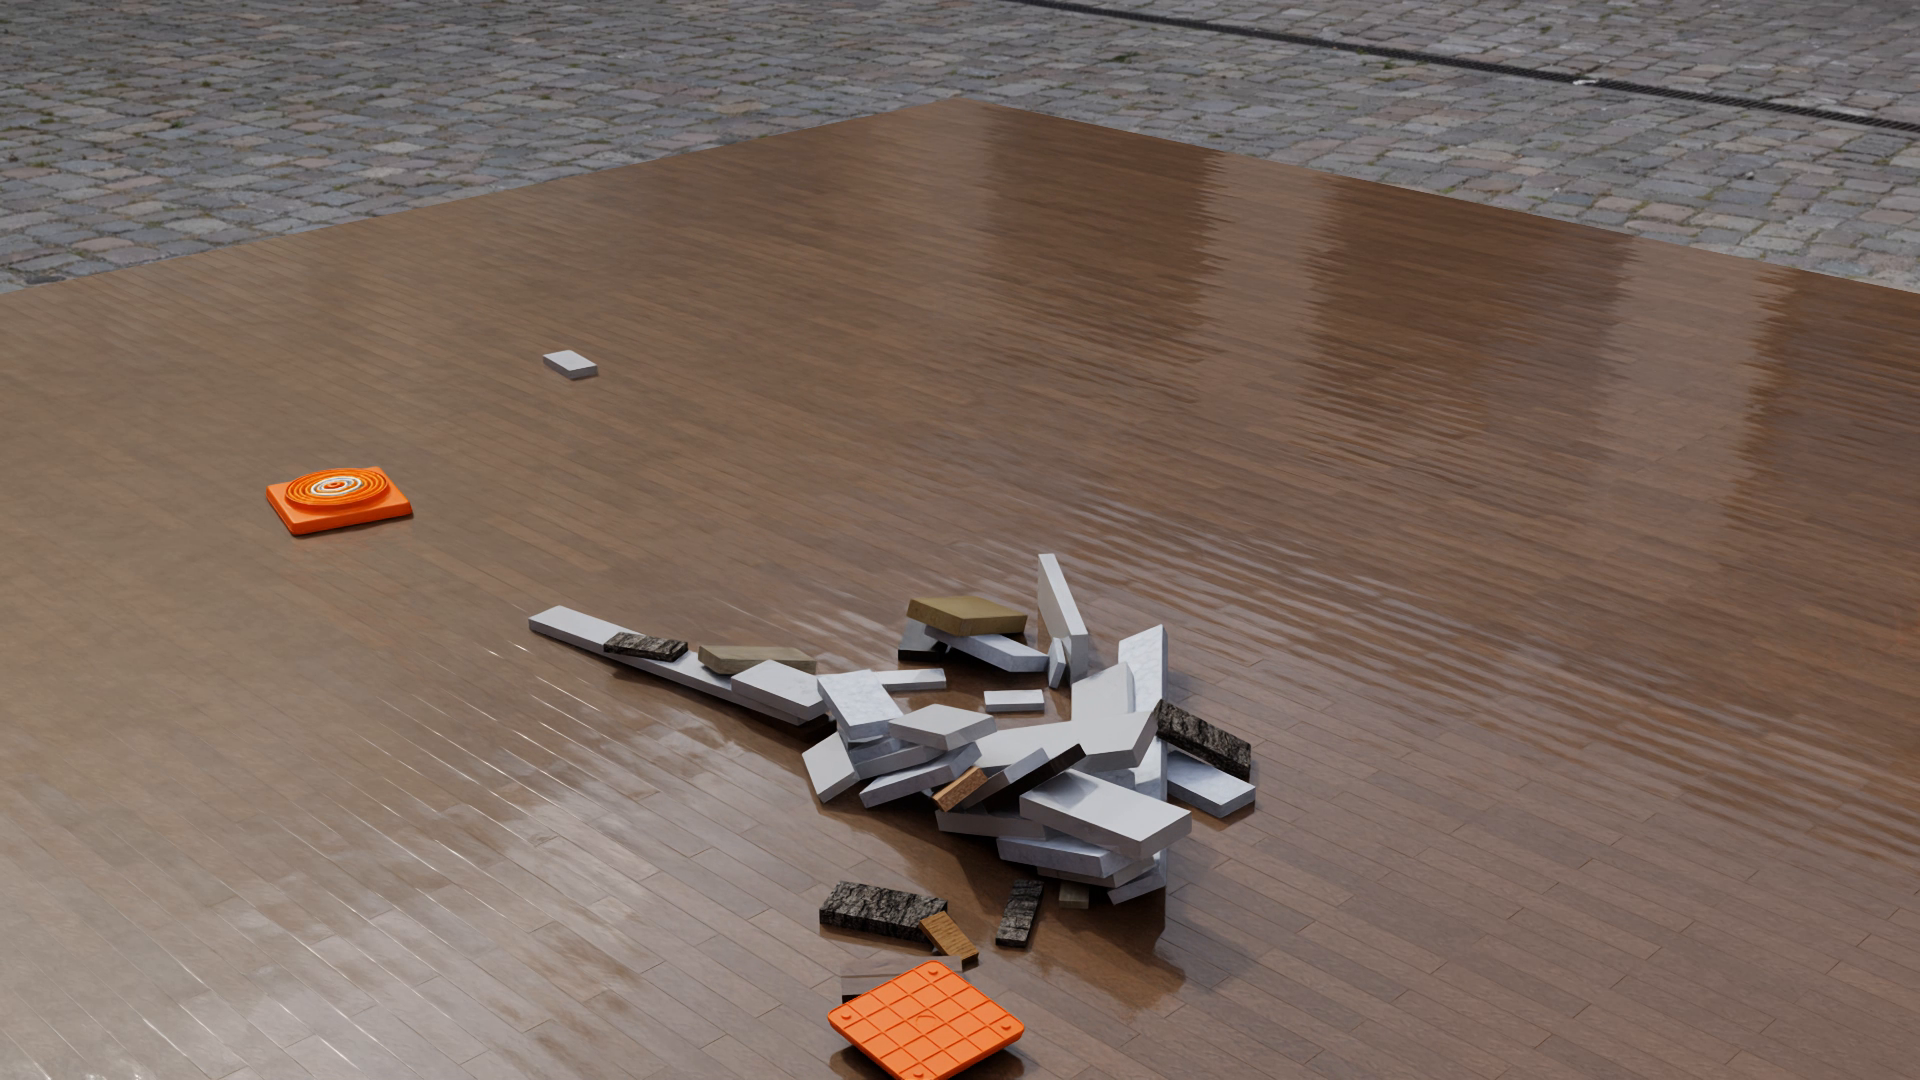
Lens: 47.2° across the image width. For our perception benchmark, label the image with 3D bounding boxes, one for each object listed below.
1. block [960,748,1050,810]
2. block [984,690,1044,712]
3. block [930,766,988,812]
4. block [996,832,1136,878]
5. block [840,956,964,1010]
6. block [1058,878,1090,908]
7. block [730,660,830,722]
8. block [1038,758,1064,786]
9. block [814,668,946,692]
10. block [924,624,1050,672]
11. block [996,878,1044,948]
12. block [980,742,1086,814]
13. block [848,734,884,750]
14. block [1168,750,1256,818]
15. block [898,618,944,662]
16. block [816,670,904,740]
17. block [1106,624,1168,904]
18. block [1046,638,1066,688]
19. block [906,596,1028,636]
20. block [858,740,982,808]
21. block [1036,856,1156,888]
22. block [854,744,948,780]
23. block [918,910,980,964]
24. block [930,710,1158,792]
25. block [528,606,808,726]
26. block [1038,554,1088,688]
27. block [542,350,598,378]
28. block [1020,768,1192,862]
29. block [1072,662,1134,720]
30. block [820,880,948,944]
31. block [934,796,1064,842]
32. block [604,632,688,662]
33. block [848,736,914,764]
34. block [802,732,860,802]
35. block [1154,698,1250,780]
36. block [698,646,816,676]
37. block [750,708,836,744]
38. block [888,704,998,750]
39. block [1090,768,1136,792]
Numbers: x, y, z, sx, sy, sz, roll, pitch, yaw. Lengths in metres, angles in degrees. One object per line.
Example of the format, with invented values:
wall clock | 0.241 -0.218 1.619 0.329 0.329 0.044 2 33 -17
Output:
block | 0.084 0.466 4.290 0.103 0.029 0.206 -27 -6 -32
block | 0.120 0.358 4.894 0.130 0.018 0.065 -1 23 -3
block | -0.002 0.487 4.308 0.103 0.029 0.206 -37 -1 -6
block | 0.223 0.580 4.197 0.149 0.042 0.298 -21 13 -37
block | -0.102 0.781 3.882 0.214 0.030 0.107 -2 23 -4
block | 0.218 0.663 4.178 0.055 0.016 0.111 2 23 5
block | -0.374 0.327 4.806 0.239 0.034 0.120 17 28 38
block | 0.174 0.499 4.377 0.073 0.146 0.021 45 52 10
block | -0.199 0.322 4.980 0.330 0.018 0.065 -3 23 -6
block | 0.061 0.242 5.075 0.267 0.038 0.134 22 11 38
block | 0.112 0.695 4.102 0.055 0.016 0.206 5 23 11
block | 0.142 0.462 4.262 0.206 0.029 0.103 -35 -7 41
block | -0.201 0.413 4.762 0.073 0.021 0.146 1 23 2
block | 0.490 0.502 4.538 0.109 0.031 0.218 -20 30 -39
block | -0.083 0.231 5.181 0.097 0.027 0.193 3 23 7
block | -0.211 0.347 4.659 0.120 0.034 0.239 -8 24 -18
block | 0.378 0.440 4.601 0.109 0.031 1.054 -23 20 15
block | 0.217 0.280 5.015 0.018 0.065 0.130 15 21 -9
block | 0.019 0.177 5.150 0.148 0.042 0.297 20 10 30
block | -0.081 0.475 4.451 0.235 0.033 0.117 -22 8 33
block | 0.255 0.614 4.175 0.107 0.030 0.214 -21 13 -38
block | -0.106 0.441 4.531 0.117 0.033 0.235 -23 1 -43
block | -0.021 0.724 3.990 0.055 0.016 0.111 -17 47 -34
block | 0.165 0.431 4.480 0.463 0.042 0.149 -10 23 26
block | -0.659 0.279 5.029 0.879 0.027 0.097 15 27 36
block | 0.239 0.184 5.156 0.038 0.134 0.458 -3 23 -7
block | -1.251 -0.564 7.056 0.097 0.027 0.194 -16 28 -32
block | 0.272 0.515 4.140 0.298 0.042 0.149 16 27 42
block | 0.311 0.363 4.784 0.134 0.038 0.267 -24 19 13
block | -0.142 0.691 4.092 0.214 0.030 0.107 8 24 17
block | 0.108 0.536 4.330 0.149 0.042 0.298 -22 14 -42
block | -0.722 0.246 5.052 0.180 0.021 0.073 7 23 21
block | -0.167 0.433 4.595 0.090 0.025 0.179 -23 1 -43
block | -0.268 0.471 4.567 0.090 0.025 0.179 -33 27 0
block | 0.507 0.418 4.617 0.218 0.031 0.109 27 24 -4
block | -0.459 0.273 4.982 0.239 0.034 0.120 3 11 -31
block | -0.364 0.390 4.809 0.179 0.025 0.090 20 30 38
block | -0.038 0.378 4.452 0.117 0.033 0.235 -19 12 -29
block | 0.224 0.467 4.517 0.148 0.042 0.297 -8 15 -22
